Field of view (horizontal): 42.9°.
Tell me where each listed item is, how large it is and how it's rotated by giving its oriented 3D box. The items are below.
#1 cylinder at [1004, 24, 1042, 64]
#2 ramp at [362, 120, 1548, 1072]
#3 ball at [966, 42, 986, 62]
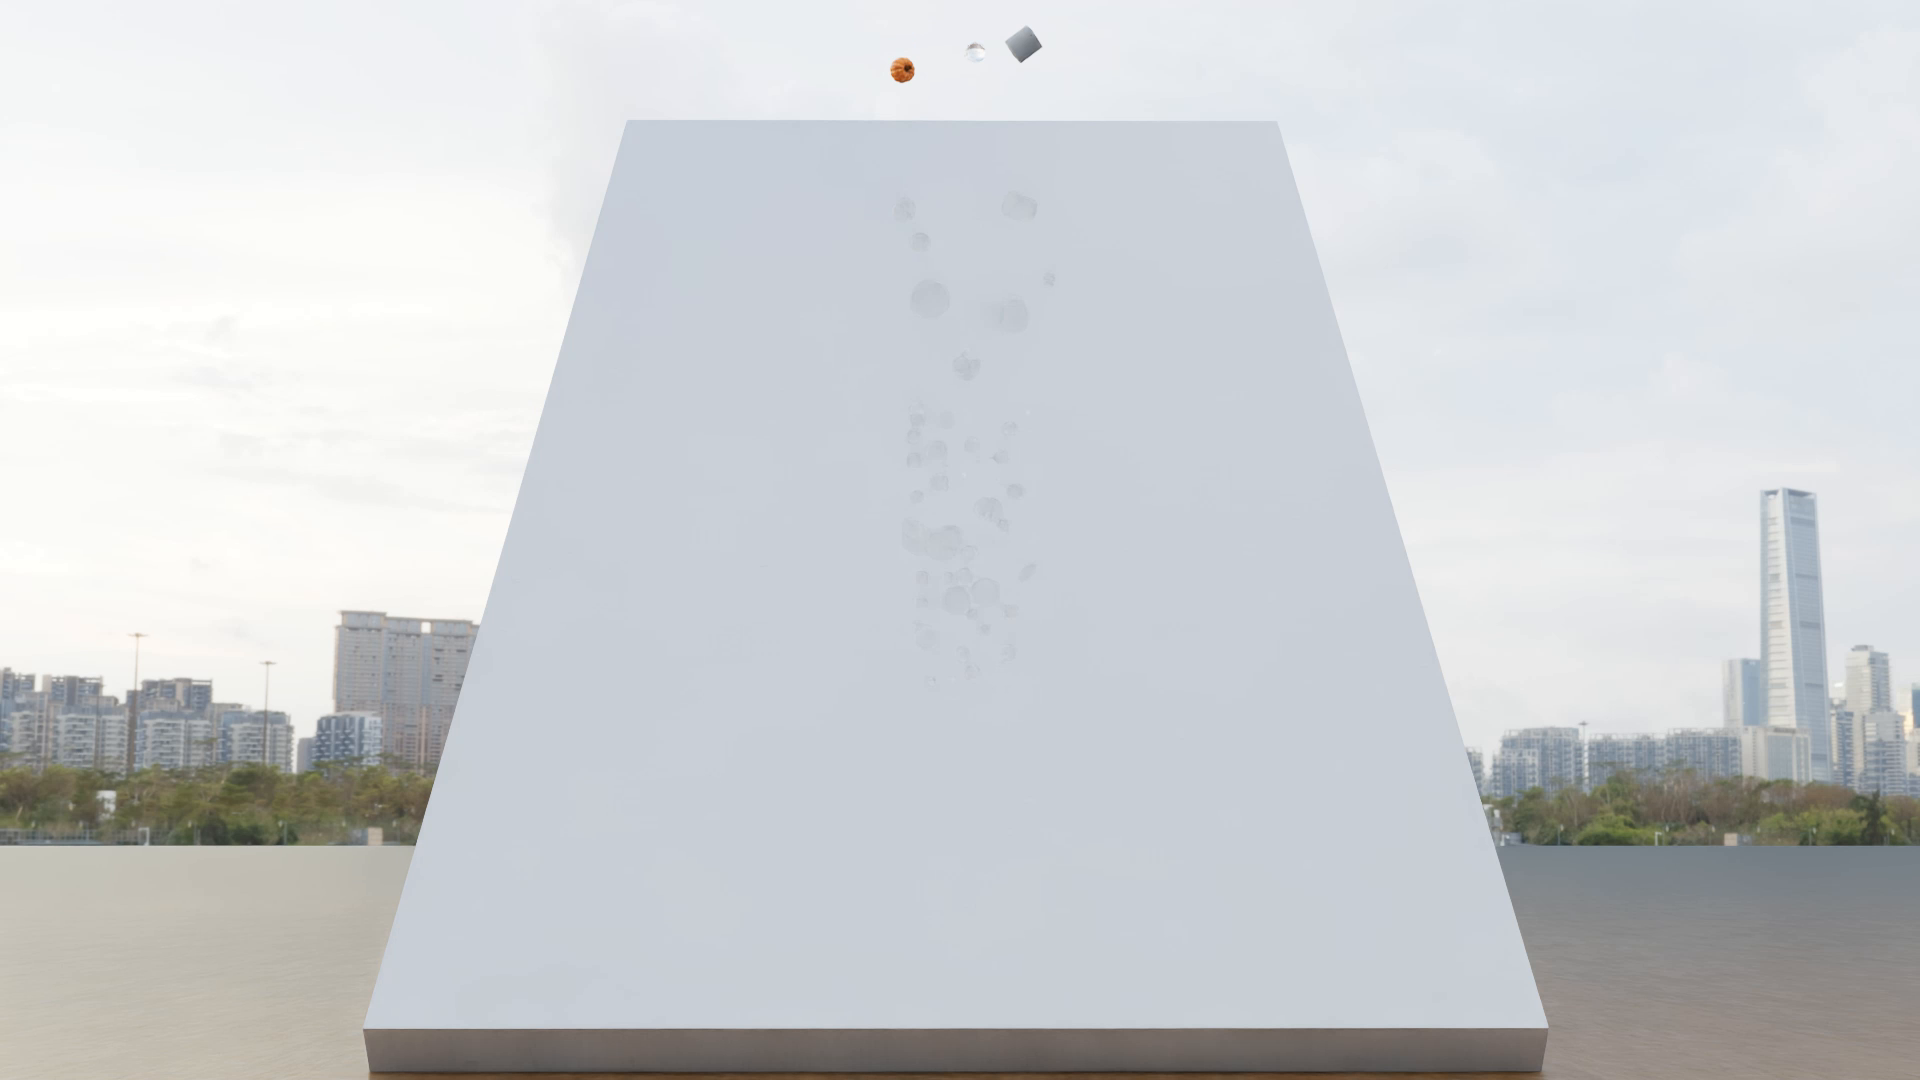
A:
[{"bbox_3d":[0.192,-1.495,7.368,0.082,0.082,0.082,-36,-11,4],"label":"cylinder"},{"bbox_3d":[-0.015,-0.191,5.845,2.000,0.100,4.000,0,32,0],"label":"ramp"},{"bbox_3d":[0.046,-1.451,7.270,0.060,0.060,0.060,0,-7,0],"label":"ball"}]
